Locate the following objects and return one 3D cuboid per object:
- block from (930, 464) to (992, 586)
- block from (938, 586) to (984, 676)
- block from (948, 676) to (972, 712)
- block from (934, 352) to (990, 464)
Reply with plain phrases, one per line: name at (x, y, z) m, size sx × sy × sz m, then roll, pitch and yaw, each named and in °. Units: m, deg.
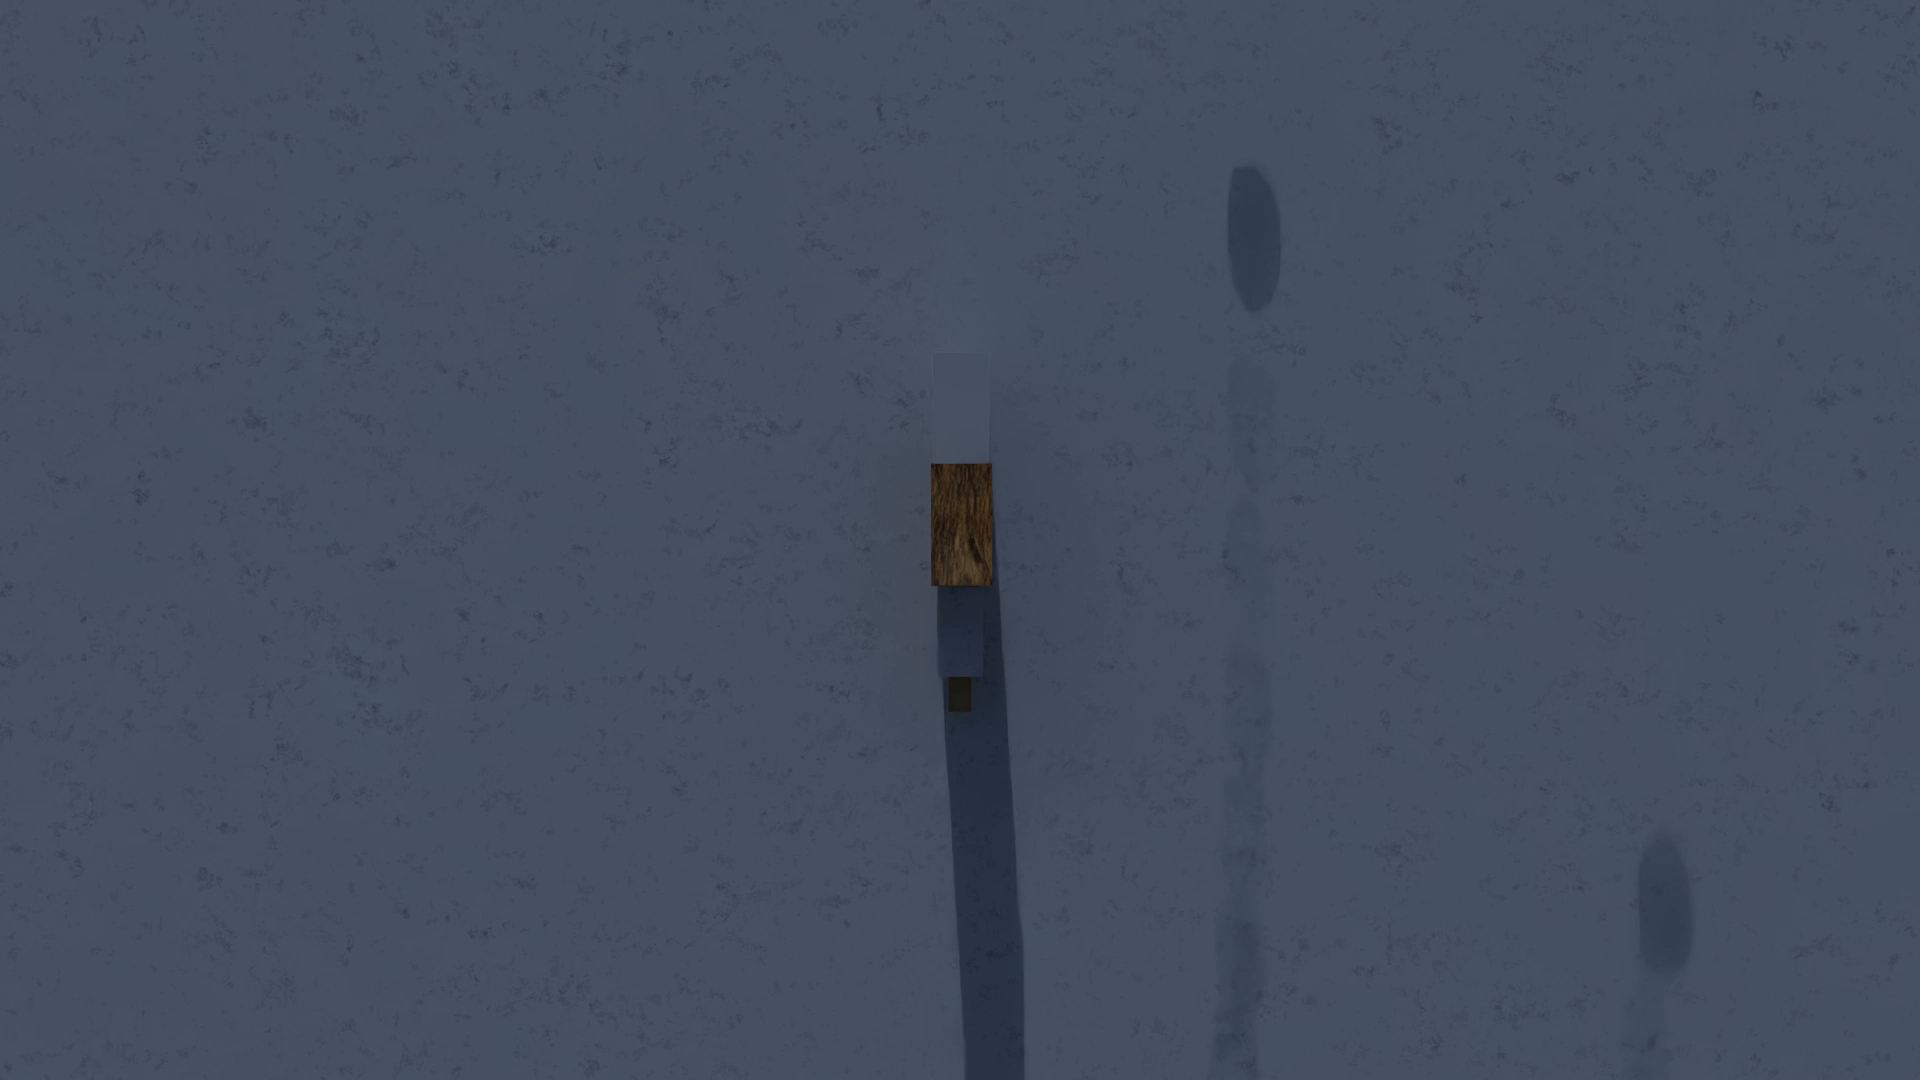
block at (0.005, -0.044, 4.799) m, size 0.177 × 0.050 × 0.354 m, roll 0°, pitch 90°, yaw 0°
block at (0.002, 0.271, 4.892) m, size 0.133 × 0.038 × 0.266 m, roll 0°, pitch 90°, yaw 0°
block at (0.000, 0.482, 5.343) m, size 0.073 × 0.021 × 0.147 m, roll 0°, pitch 90°, yaw 0°
block at (0.004, -0.391, 4.904) m, size 0.165 × 0.047 × 0.329 m, roll 0°, pitch 90°, yaw 0°
